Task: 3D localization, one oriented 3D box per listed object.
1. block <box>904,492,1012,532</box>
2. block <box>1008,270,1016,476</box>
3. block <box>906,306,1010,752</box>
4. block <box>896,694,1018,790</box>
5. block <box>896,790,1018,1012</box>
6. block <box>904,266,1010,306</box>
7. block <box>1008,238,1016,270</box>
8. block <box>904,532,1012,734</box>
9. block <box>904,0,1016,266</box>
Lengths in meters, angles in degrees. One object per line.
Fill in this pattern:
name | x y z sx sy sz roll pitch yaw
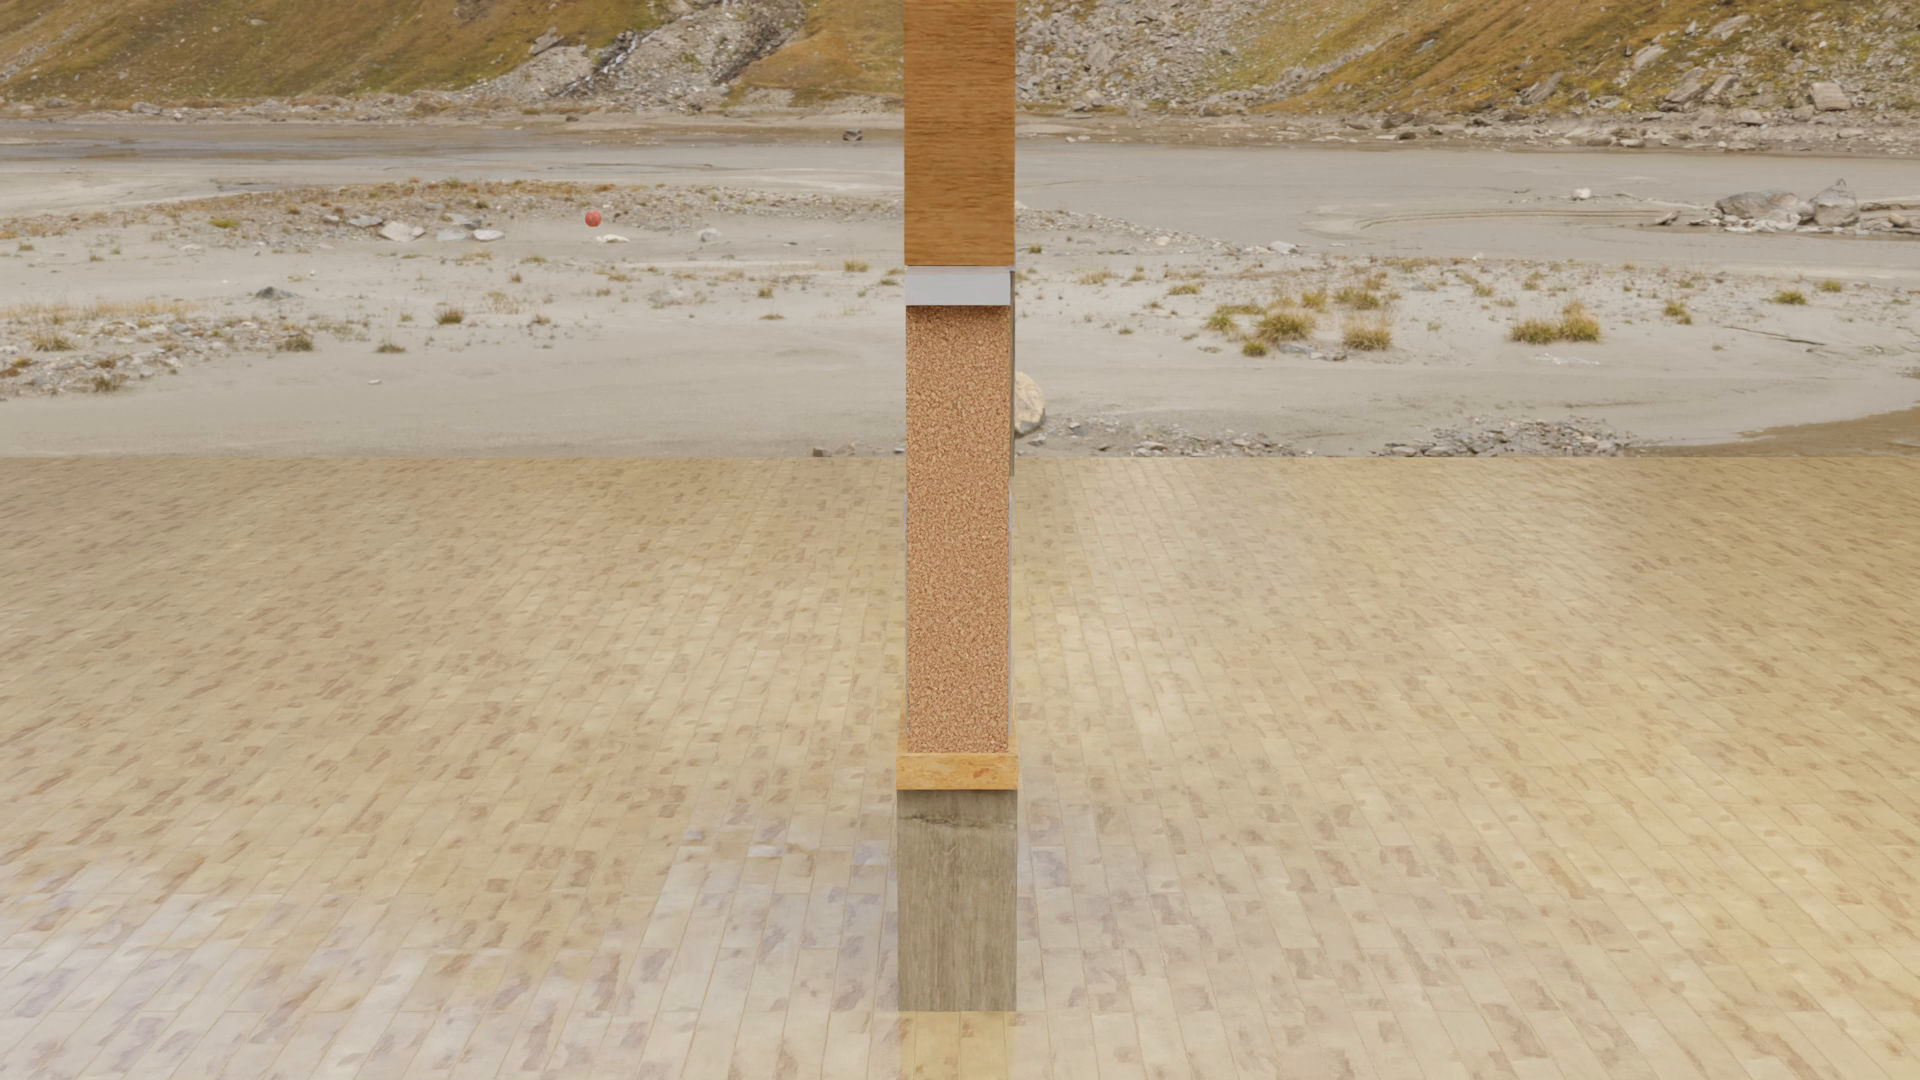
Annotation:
block | -0.003 -0.061 3.246 0.152 0.043 0.304 0 11 0
block | 0.004 -0.252 3.306 0.155 0.311 0.044 0 11 0
block | -0.003 -0.014 3.052 0.141 0.630 0.040 0 11 0
block | -0.004 0.295 3.248 0.171 0.049 0.343 0 11 0
block | -0.004 0.508 3.171 0.171 0.343 0.049 0 11 0
block | -0.004 -0.360 3.082 0.141 0.040 0.283 0 11 0
block | 0.004 -0.444 3.369 0.155 0.044 0.310 0 11 0
block | -0.002 0.128 3.178 0.152 0.304 0.043 0 11 0
block | 0.000 -0.657 3.117 0.157 0.531 0.044 0 10 2
